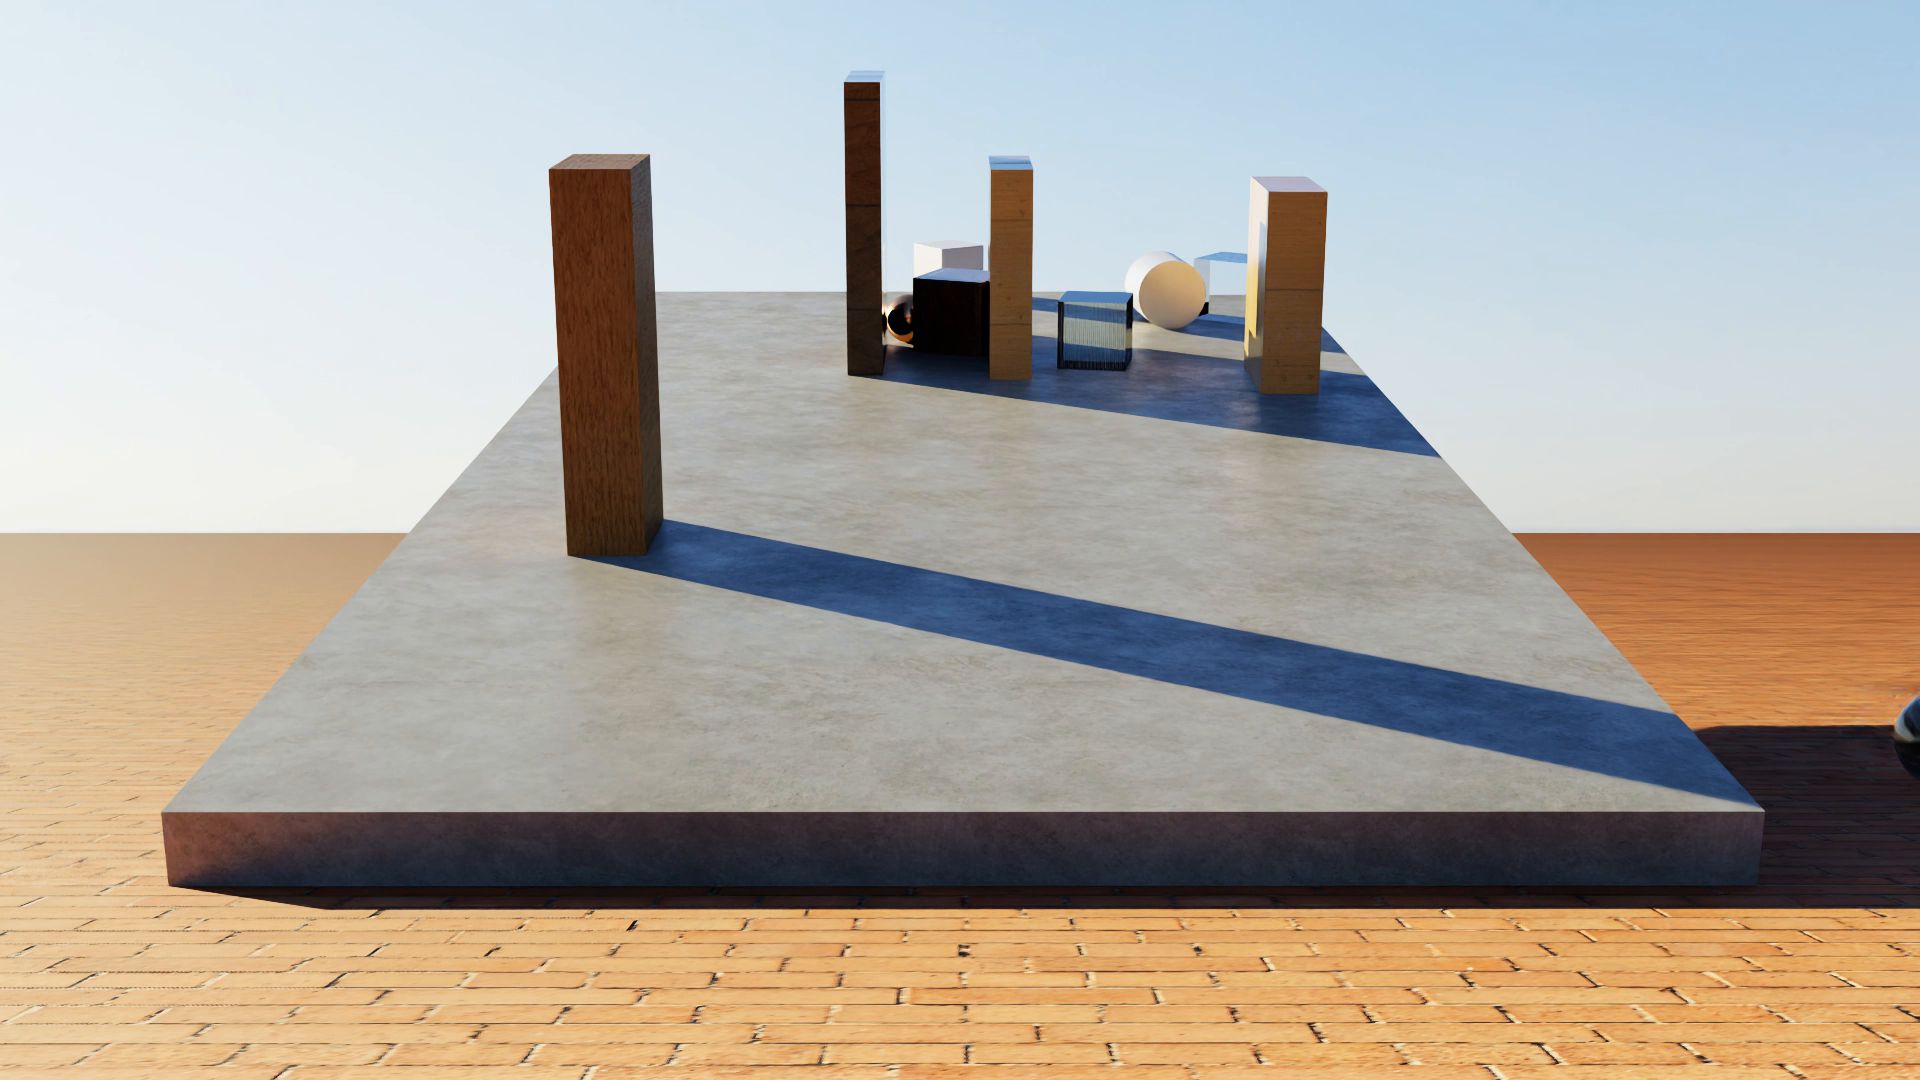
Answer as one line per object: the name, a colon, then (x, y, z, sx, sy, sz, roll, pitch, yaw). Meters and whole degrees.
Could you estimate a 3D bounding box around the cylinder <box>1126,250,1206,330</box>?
cylinder: (0.564, -0.688, 6.054, 0.187, 0.187, 0.187, 0, 16, -7)

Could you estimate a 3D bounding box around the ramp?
ramp: (-0.002, -0.155, 4.684, 2.000, 0.100, 4.000, 0, 16, 0)

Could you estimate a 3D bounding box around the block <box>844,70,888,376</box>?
block: (-0.232, -0.796, 5.480, 0.086, 0.703, 0.412, 0, 16, 0)

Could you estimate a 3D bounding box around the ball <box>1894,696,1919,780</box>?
ball: (1.700, 0.342, 3.788, 0.173, 0.173, 0.173, 0, 0, 0)

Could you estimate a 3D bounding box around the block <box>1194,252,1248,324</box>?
block: (0.765, -0.705, 6.150, 0.168, 0.168, 0.168, 11, 19, 33)

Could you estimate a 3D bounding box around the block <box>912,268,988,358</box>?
block: (0.004, -0.591, 5.699, 0.191, 0.191, 0.191, 7, 17, 22)

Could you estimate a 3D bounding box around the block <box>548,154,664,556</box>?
block: (-0.618, -0.329, 3.879, 0.137, 0.670, 0.247, 0, 16, 0)

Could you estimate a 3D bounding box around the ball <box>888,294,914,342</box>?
ball: (-0.134, -0.582, 5.785, 0.127, 0.127, 0.127, 0, 0, 0)

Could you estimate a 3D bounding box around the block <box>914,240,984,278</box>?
block: (-0.034, -0.803, 6.530, 0.148, 0.148, 0.148, -10, 19, -32)

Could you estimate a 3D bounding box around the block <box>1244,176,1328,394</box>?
block: (0.774, -0.614, 5.263, 0.136, 0.472, 0.320, 0, 16, 0)

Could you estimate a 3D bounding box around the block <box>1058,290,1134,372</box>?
block: (0.339, -0.523, 5.500, 0.168, 0.168, 0.168, 3, 16, 10)

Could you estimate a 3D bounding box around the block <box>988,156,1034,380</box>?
block: (0.122, -0.675, 5.418, 0.102, 0.504, 0.321, 0, 16, 0)
